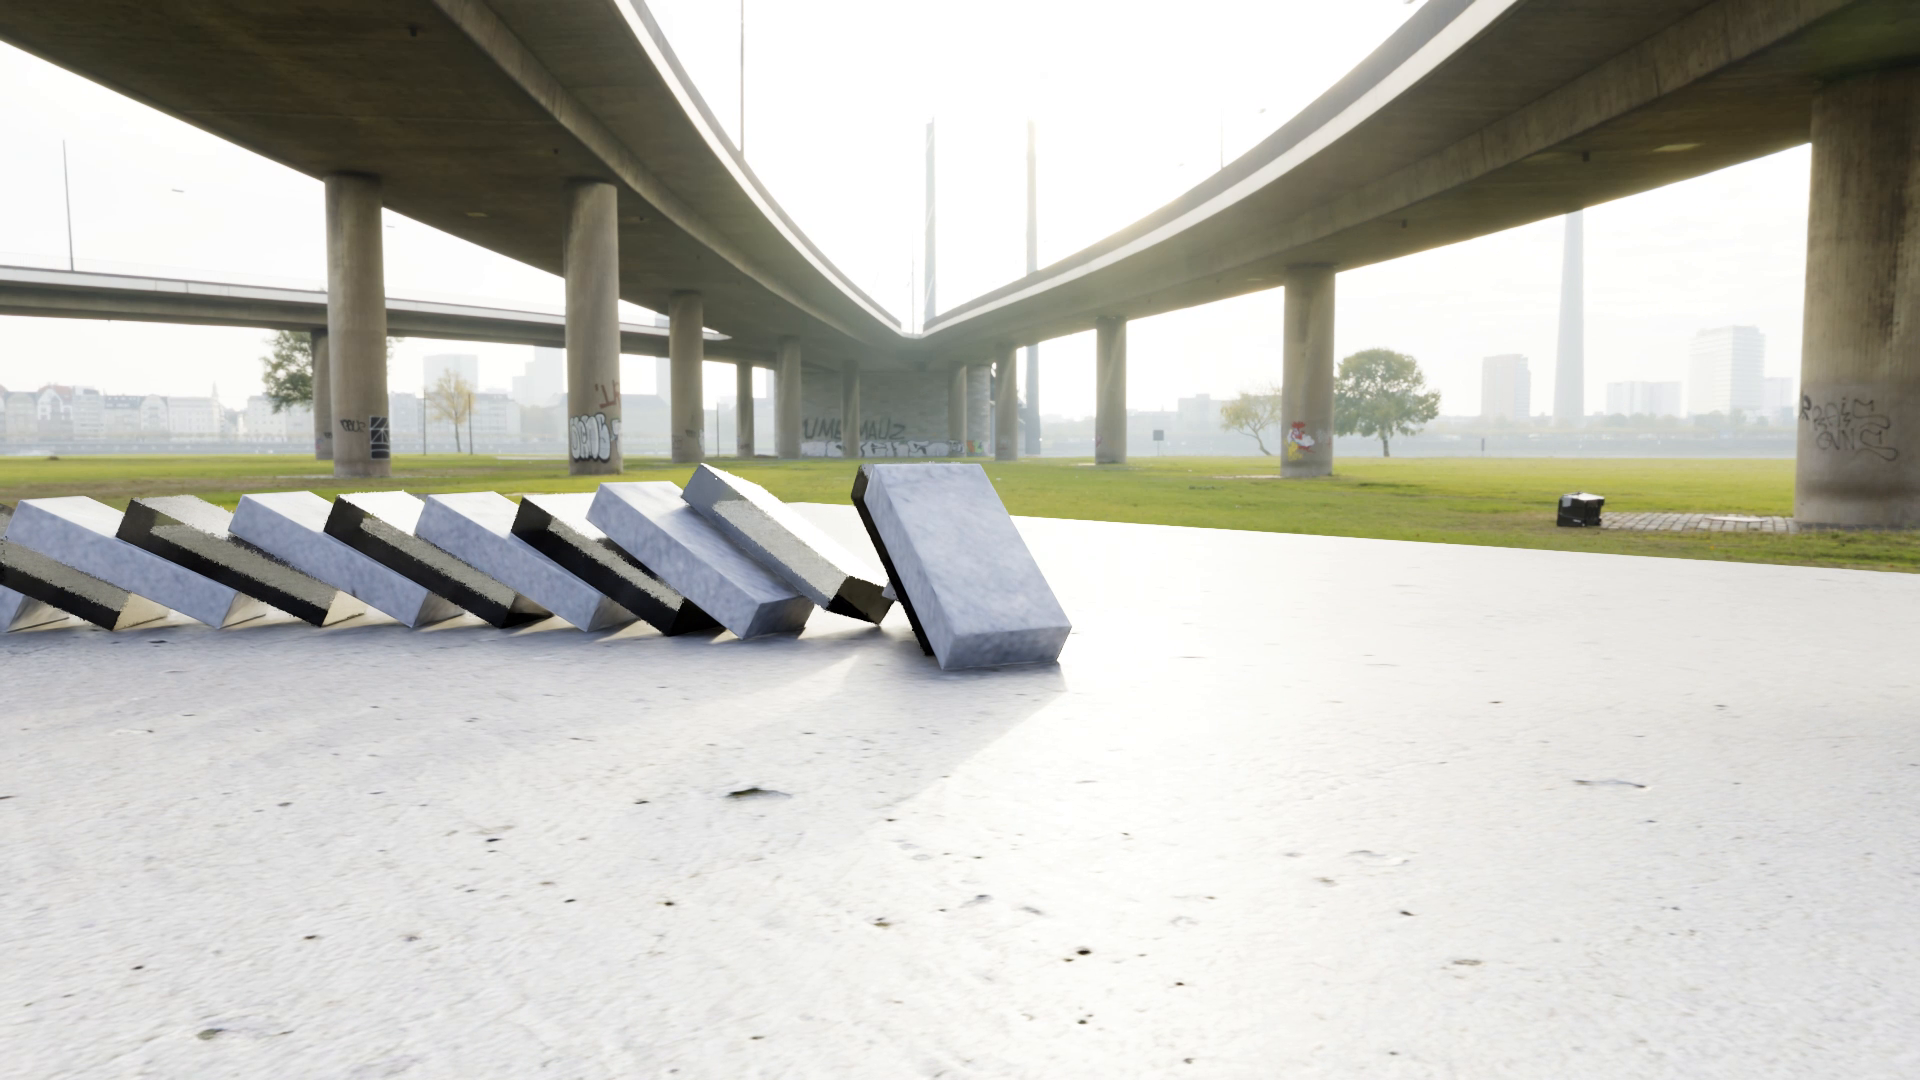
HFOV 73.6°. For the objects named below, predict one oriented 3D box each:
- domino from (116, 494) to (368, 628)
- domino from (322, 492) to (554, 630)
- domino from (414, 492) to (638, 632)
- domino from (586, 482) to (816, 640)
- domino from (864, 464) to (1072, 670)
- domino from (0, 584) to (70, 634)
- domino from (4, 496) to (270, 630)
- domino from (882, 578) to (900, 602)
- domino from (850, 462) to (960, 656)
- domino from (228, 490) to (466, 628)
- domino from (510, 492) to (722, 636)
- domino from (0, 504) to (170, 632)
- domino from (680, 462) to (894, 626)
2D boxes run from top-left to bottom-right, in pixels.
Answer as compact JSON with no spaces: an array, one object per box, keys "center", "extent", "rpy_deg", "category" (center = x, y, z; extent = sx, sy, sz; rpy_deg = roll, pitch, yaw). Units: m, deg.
[{"center":[-0.169,0.005,0.307],"extent":[0.050,0.009,0.025],"rpy_deg":[25,3,-5],"category":"domino"},{"center":[-0.123,0.004,0.309],"extent":[0.050,0.009,0.025],"rpy_deg":[27,9,8],"category":"domino"},{"center":[-0.101,0.004,0.306],"extent":[0.050,0.009,0.025],"rpy_deg":[28,11,11],"category":"domino"},{"center":[-0.059,0.004,0.295],"extent":[0.050,0.009,0.025],"rpy_deg":[34,17,20],"category":"domino"},{"center":[0.001,0.004,0.260],"extent":[0.025,0.009,0.050],"rpy_deg":[-2,43,-26],"category":"domino"},{"center":[-0.236,0.005,0.297],"extent":[0.050,0.010,0.025],"rpy_deg":[25,1,-8],"category":"domino"},{"center":[-0.192,0.005,0.304],"extent":[0.050,0.010,0.025],"rpy_deg":[25,1,-7],"category":"domino"},{"center":[-0.003,0.011,0.304],"extent":[0.025,0.009,0.050],"rpy_deg":[23,5,1],"category":"domino"},{"center":[-0.003,0.003,0.276],"extent":[0.025,0.010,0.050],"rpy_deg":[-2,43,-27],"category":"domino"},{"center":[-0.146,0.004,0.310],"extent":[0.050,0.009,0.025],"rpy_deg":[27,6,4],"category":"domino"},{"center":[-0.078,0.005,0.301],"extent":[0.050,0.009,0.025],"rpy_deg":[30,15,20],"category":"domino"},{"center":[-0.214,0.005,0.300],"extent":[0.050,0.010,0.025],"rpy_deg":[25,1,-8],"category":"domino"},{"center":[-0.040,0.001,0.301],"extent":[0.050,0.009,0.025],"rpy_deg":[35,5,27],"category":"domino"}]
